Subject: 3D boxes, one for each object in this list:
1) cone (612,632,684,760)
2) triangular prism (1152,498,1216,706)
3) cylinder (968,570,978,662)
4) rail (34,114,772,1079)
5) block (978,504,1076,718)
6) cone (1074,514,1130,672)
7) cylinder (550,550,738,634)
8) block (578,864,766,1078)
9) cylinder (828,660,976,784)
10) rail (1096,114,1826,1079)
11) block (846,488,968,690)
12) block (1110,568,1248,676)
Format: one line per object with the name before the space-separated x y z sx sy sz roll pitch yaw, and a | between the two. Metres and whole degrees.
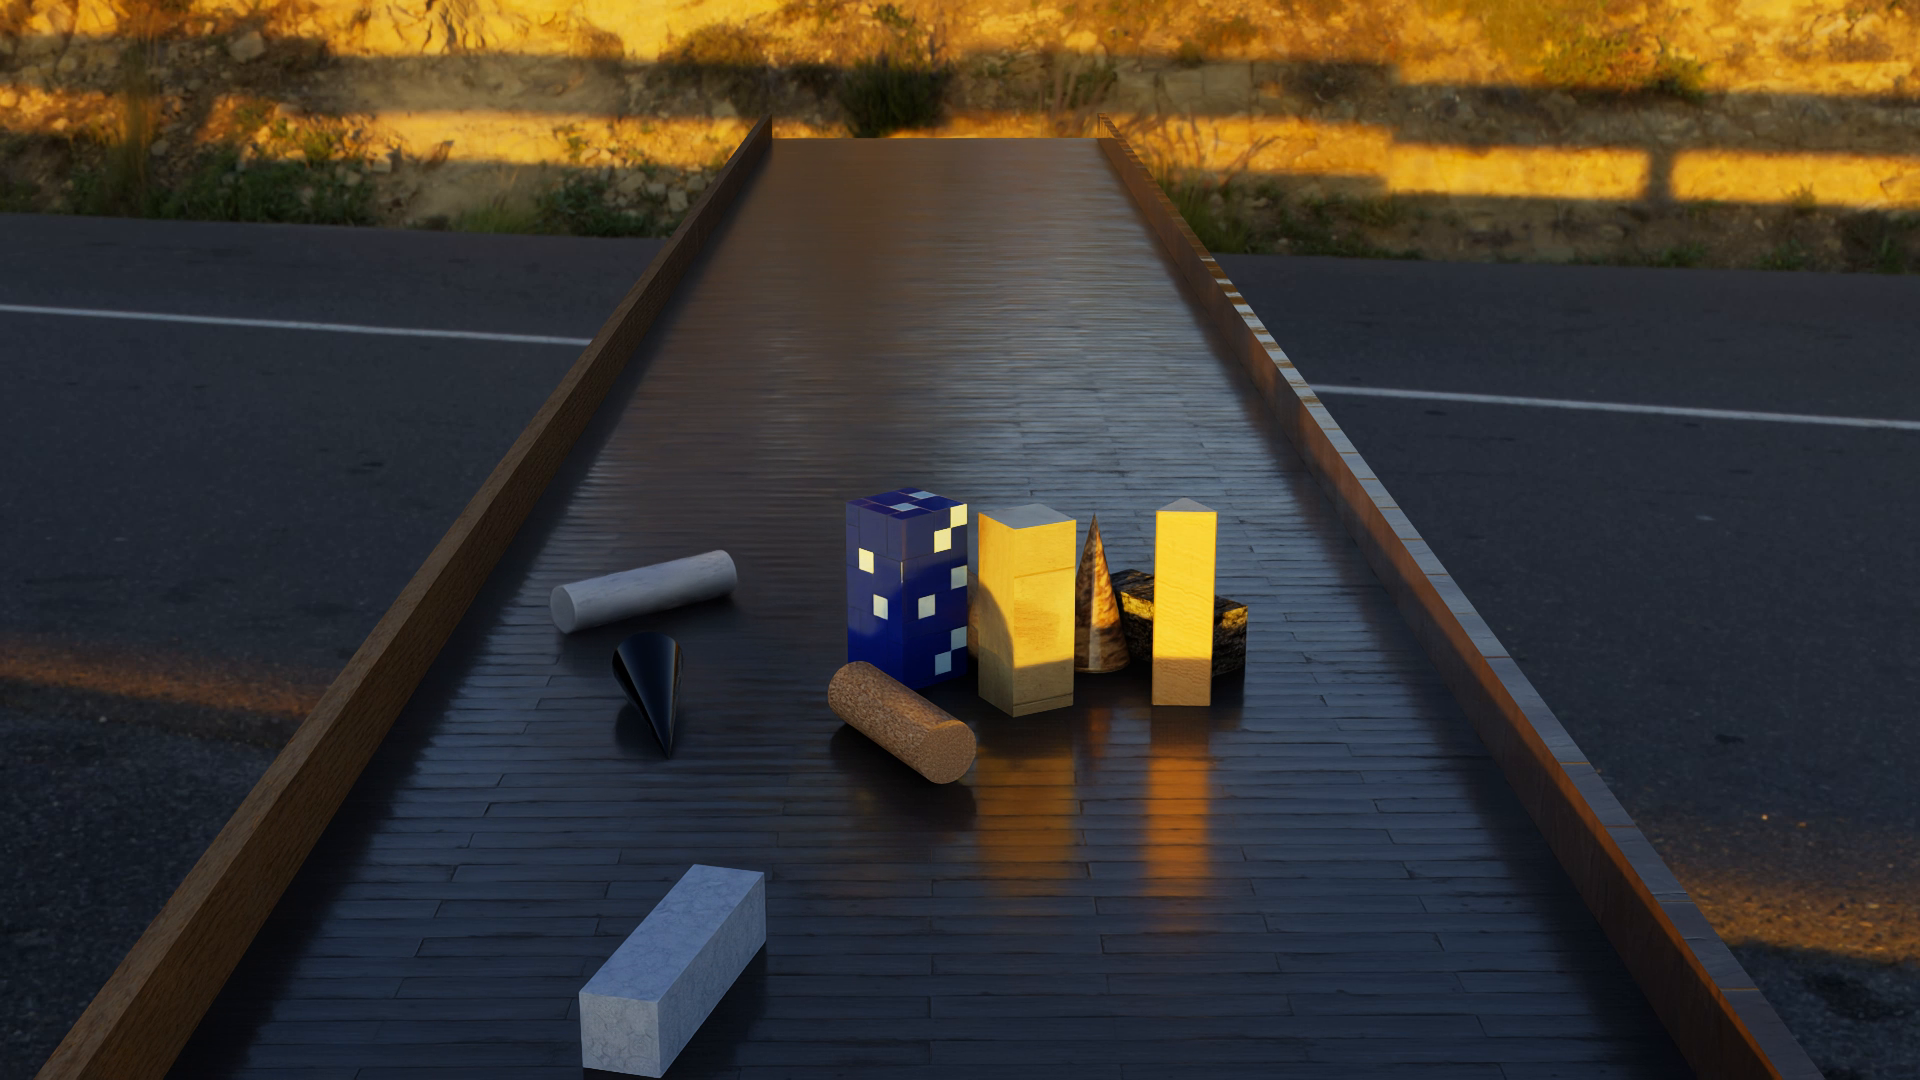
cone | -0.557 0.313 4.055 0.137 0.137 0.340 -4 29 -13
triangular prism | 0.422 0.116 4.166 0.110 0.382 0.095 1 17 3
cylinder | 0.046 0.164 4.416 0.148 0.148 0.369 -8 18 -25
rail | -1.118 -0.838 7.780 0.050 0.150 12.000 0 17 -1
block | 0.125 0.131 4.145 0.132 0.366 0.132 -9 19 -28
cone | 0.265 0.092 4.373 0.155 0.310 0.155 0 17 0
cylinder | -0.670 0.108 4.687 0.403 0.100 0.100 -14 21 -38
block | -0.391 0.589 3.053 0.109 0.109 0.405 4 17 14
cylinder | -0.108 0.323 3.939 0.115 0.115 0.349 -9 19 -28
rail | 0.932 -0.844 7.801 0.050 0.150 12.000 0 17 -1
block | -0.103 0.095 4.294 0.167 0.348 0.167 -14 22 -40
block | 0.414 0.167 4.442 0.127 0.127 0.325 -14 21 -39
